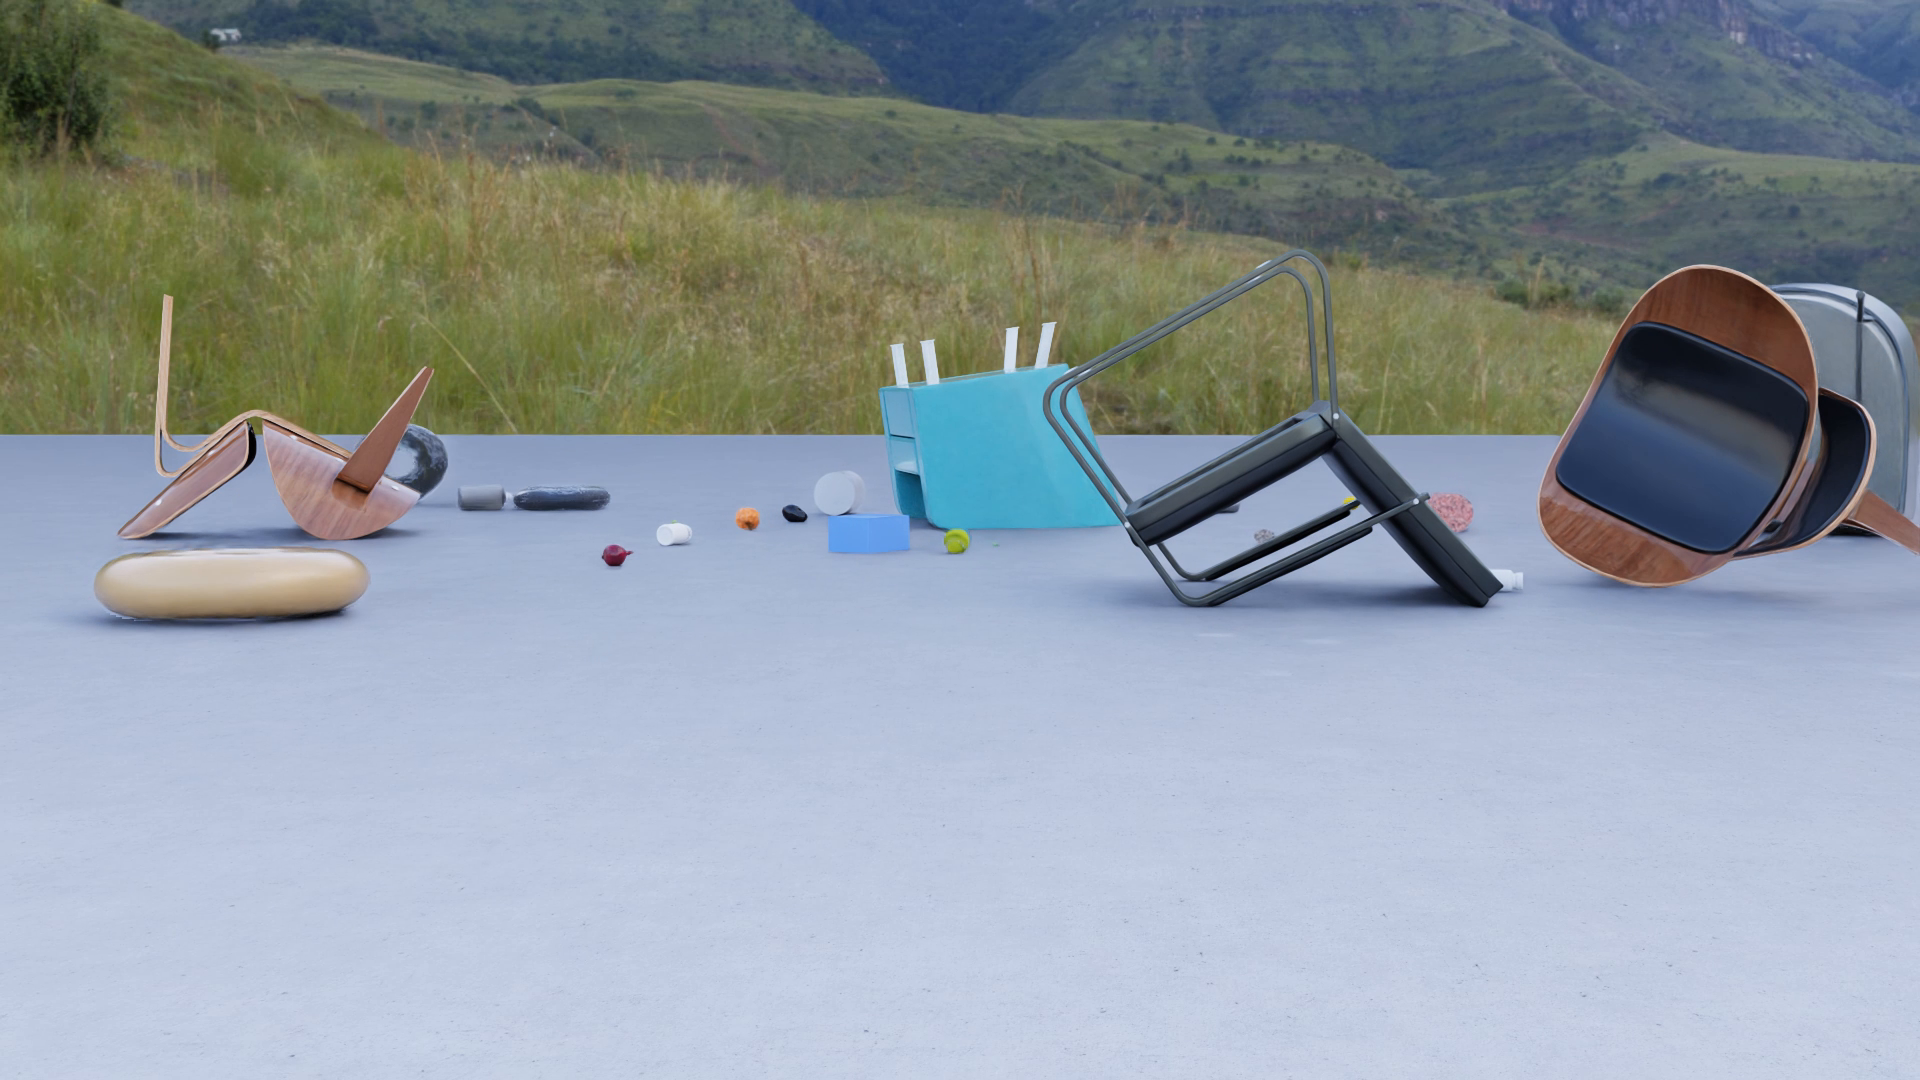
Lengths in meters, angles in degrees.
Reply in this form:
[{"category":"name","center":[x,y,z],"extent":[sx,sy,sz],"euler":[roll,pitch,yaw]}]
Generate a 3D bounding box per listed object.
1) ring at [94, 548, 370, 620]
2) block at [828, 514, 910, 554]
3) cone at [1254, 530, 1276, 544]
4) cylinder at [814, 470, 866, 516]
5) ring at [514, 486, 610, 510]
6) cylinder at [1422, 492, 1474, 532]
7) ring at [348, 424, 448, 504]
[{"category":"ring","center":[-1.442,0.084,4.366],"extent":[0.522,0.125,0.506],"euler":[-2,2,-25]},{"category":"block","center":[-0.253,-0.019,6.125],"extent":[0.143,0.096,0.181],"euler":[3,5,36]},{"category":"cone","center":[0.883,0.000,6.385],"extent":[0.062,0.047,0.063],"euler":[7,-16,5]},{"category":"cylinder","center":[-0.431,-0.170,7.895],"extent":[0.150,0.155,0.175],"euler":[19,7,8]},{"category":"ring","center":[-1.494,-0.157,8.252],"extent":[0.358,0.082,0.402],"euler":[0,4,4]},{"category":"cylinder","center":[1.548,-0.090,6.987],"extent":[0.131,0.120,0.164],"euler":[3,4,0]},{"category":"ring","center":[-2.193,-0.296,8.593],"extent":[0.380,0.316,0.178],"euler":[-17,16,-12]}]
